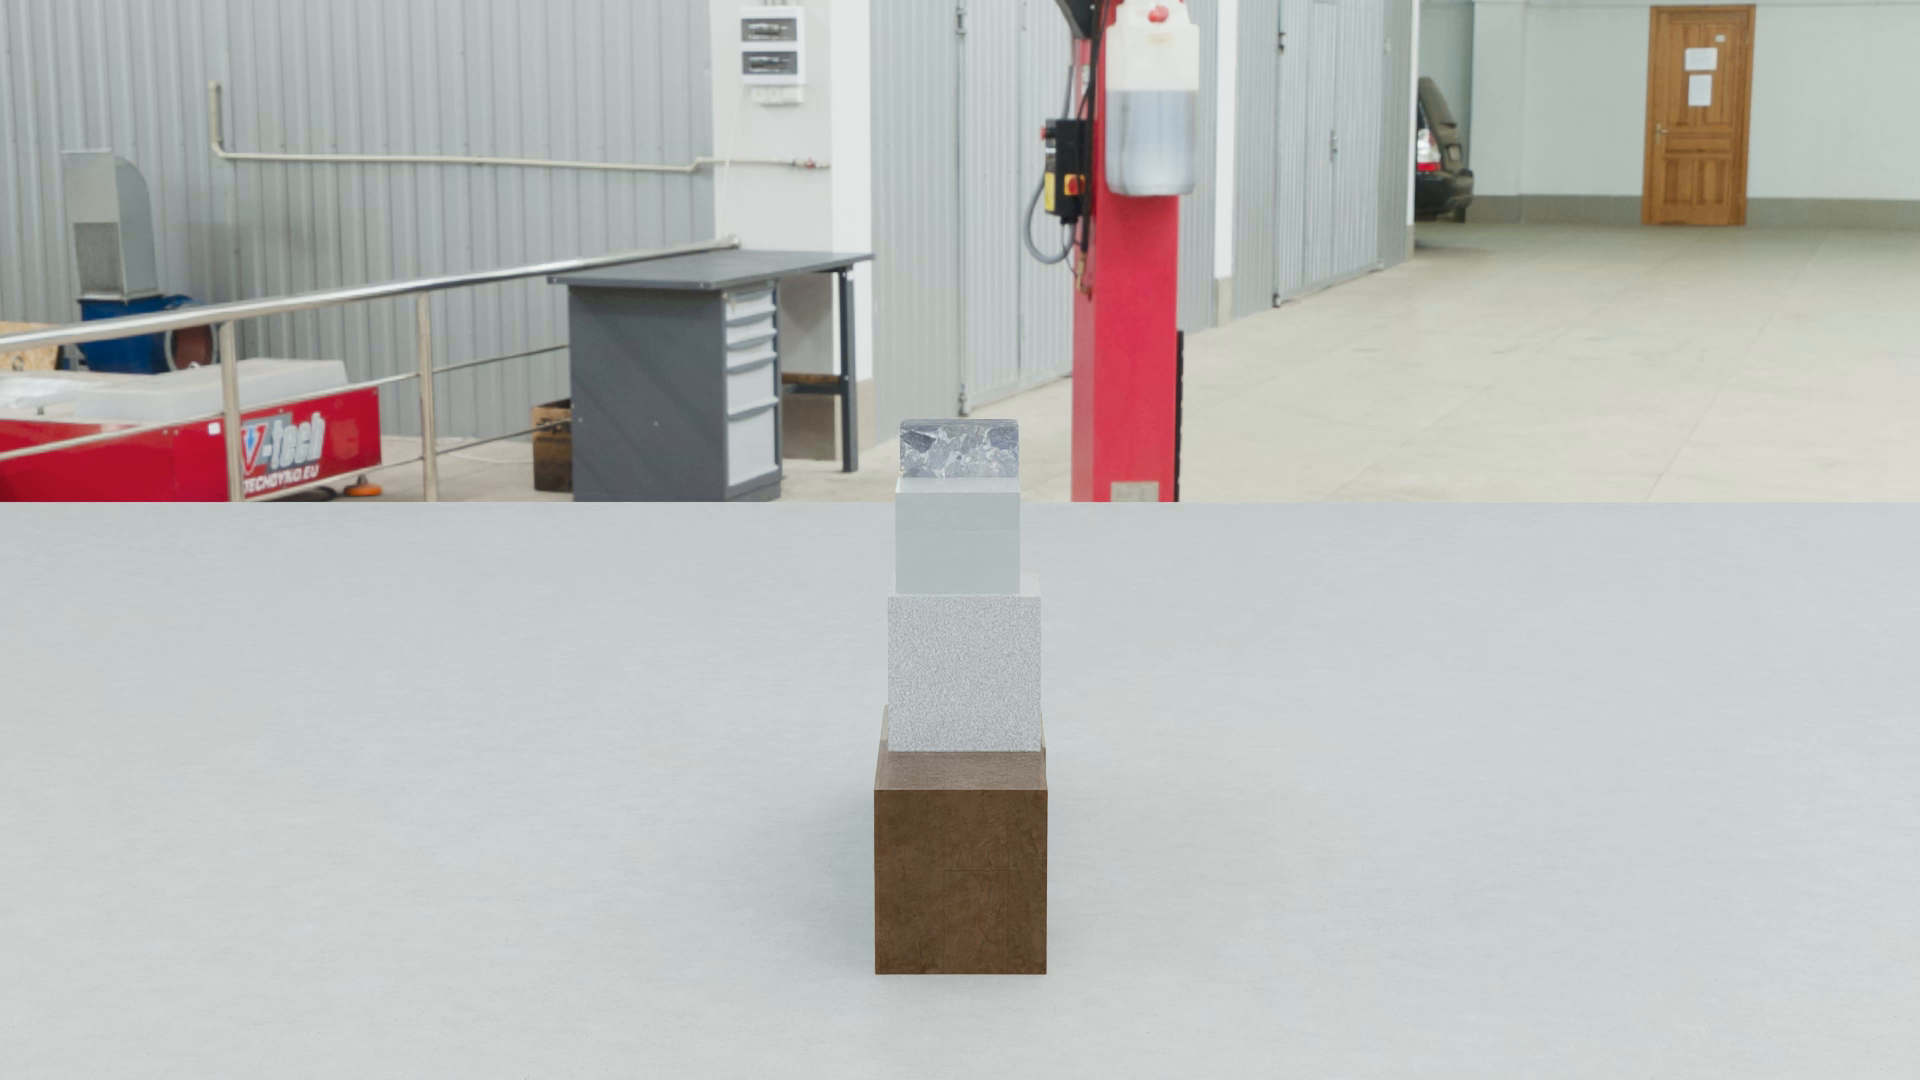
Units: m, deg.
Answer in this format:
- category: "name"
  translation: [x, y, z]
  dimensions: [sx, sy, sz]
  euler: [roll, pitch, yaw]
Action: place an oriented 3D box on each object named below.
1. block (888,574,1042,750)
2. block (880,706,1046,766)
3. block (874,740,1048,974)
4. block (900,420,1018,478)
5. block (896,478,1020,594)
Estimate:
- category: "block"
  translation: [0.018, 0.506, 10.784]
  dimensions: [0.626, 0.643, 0.555]
  euler: [0, 9, 0]
- category: "block"
  translation: [0.010, 1.159, 11.186]
  dimensions: [0.700, 0.718, 0.729]
  euler: [0, 10, 0]
- category: "block"
  translation: [0.003, 1.276, 10.438]
  dimensions: [0.678, 0.754, 0.764]
  euler: [0, 10, 0]
- category: "block"
  translation: [-0.002, -0.193, 11.212]
  dimensions: [0.506, 0.634, 0.560]
  euler: [0, 6, 0]
- category: "block"
  translation: [-0.009, -0.020, 10.705]
  dimensions: [0.509, 0.421, 0.463]
  euler: [0, 9, 0]
